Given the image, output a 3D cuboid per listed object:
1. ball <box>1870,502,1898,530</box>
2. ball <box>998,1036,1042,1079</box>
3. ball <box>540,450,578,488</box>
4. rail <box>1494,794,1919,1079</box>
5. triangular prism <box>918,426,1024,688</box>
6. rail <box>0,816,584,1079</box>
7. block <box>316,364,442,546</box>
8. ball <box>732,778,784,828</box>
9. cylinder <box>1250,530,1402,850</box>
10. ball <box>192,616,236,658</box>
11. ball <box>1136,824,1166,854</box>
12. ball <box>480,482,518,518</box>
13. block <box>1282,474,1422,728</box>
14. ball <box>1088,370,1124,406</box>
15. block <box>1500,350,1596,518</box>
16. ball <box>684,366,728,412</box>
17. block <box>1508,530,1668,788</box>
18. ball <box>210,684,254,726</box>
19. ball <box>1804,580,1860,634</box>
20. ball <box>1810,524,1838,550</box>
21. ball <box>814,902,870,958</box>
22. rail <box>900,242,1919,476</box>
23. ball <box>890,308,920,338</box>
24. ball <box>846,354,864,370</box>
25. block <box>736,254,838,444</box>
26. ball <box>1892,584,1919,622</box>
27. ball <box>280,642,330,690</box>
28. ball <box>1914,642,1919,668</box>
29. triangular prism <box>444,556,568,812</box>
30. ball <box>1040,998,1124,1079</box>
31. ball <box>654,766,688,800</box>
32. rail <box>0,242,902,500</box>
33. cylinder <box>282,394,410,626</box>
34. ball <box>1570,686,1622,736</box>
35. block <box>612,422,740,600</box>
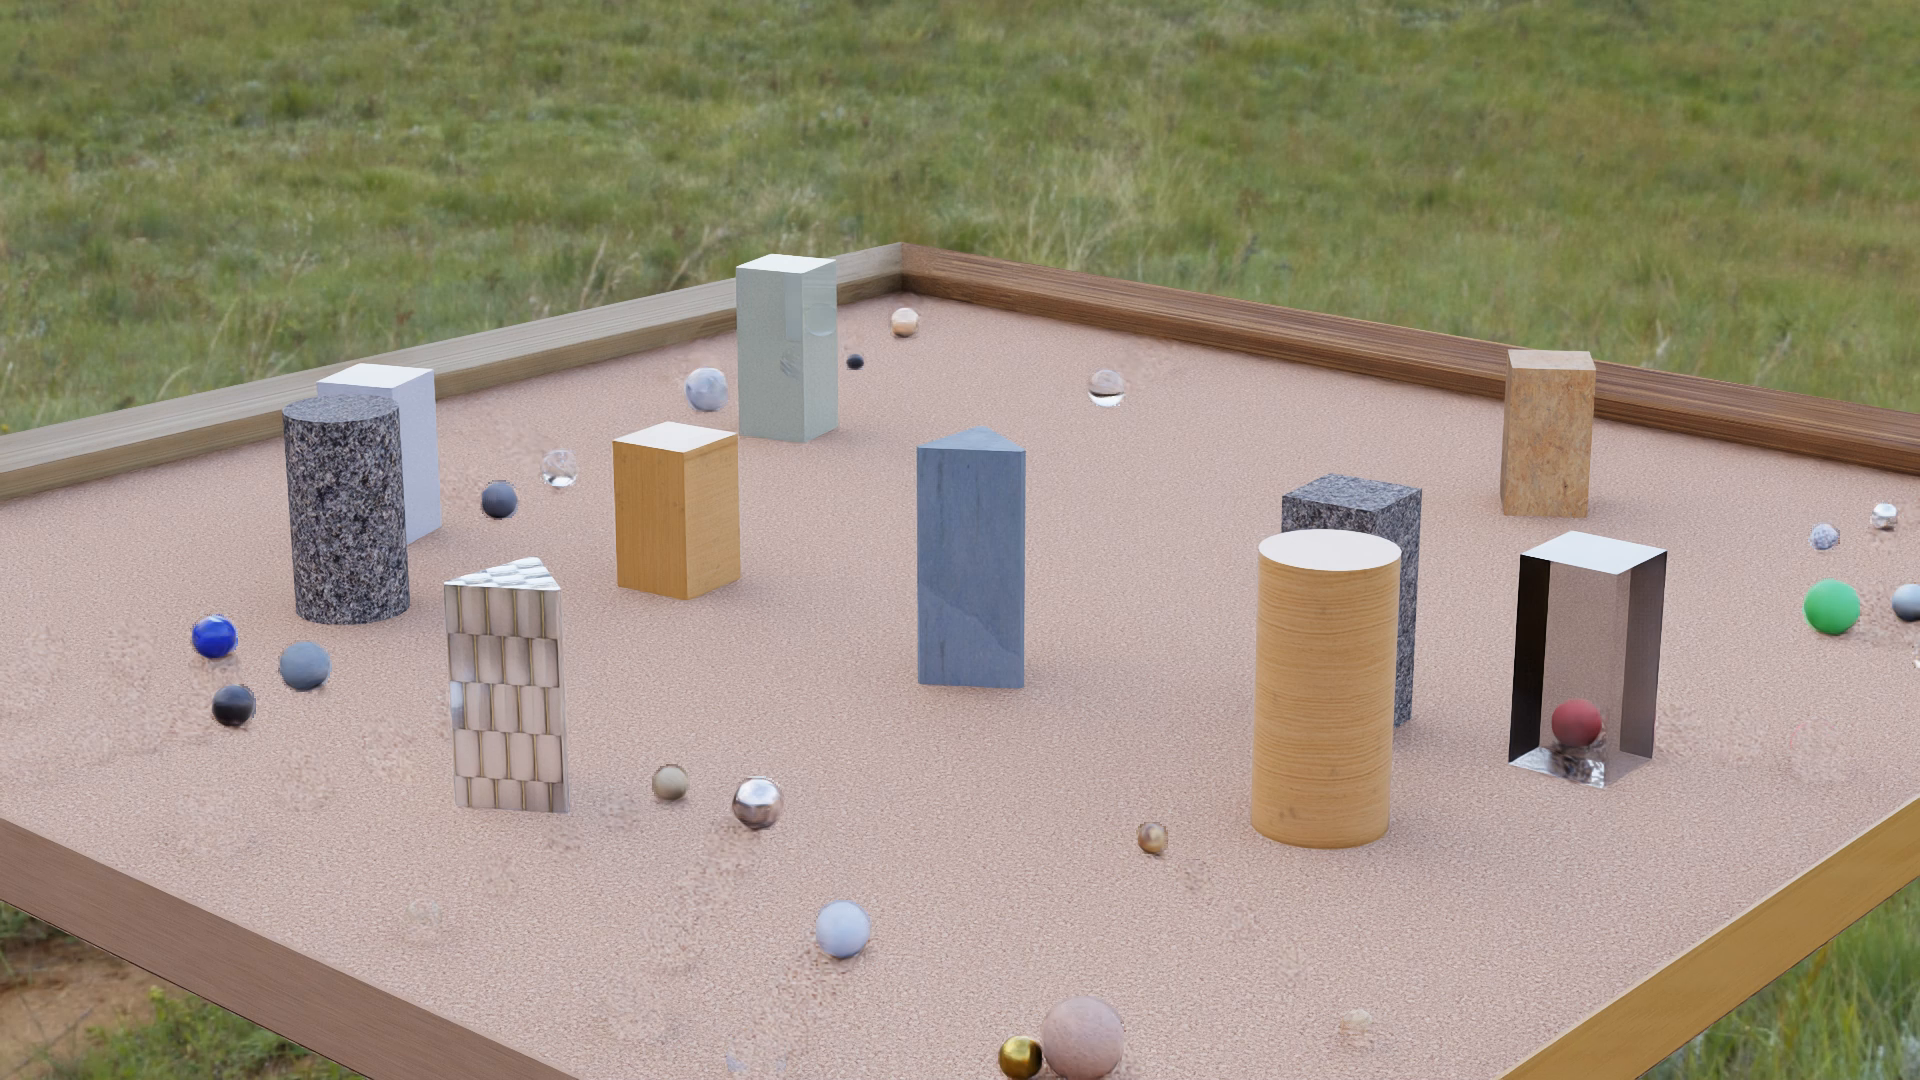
[{"bbox_3d":[1.737,-0.045,5.507,0.050,0.050,0.050,0,17,0],"label":"ball"},{"bbox_3d":[0.070,0.597,3.379,0.052,0.052,0.052,0,17,0],"label":"ball"},{"bbox_3d":[-0.790,-0.142,5.786,0.075,0.075,0.075,0,17,0],"label":"ball"},{"bbox_3d":[1.336,0.367,4.010,0.045,0.126,3.665,14,22,39],"label":"rail"},{"bbox_3d":[0.026,0.025,4.689,0.168,0.391,0.145,2,17,7],"label":"triangular prism"},{"bbox_3d":[-1.186,0.426,3.813,3.586,0.126,0.045,14,22,39],"label":"rail"},{"bbox_3d":[-1.077,-0.158,5.445,0.155,0.303,0.155,6,18,18],"label":"block"},{"bbox_3d":[-0.283,0.369,4.102,0.071,0.071,0.071,0,17,0],"label":"ball"},{"bbox_3d":[0.506,0.205,4.069,0.194,0.402,0.194,0,17,0],"label":"cylinder"},{"bbox_3d":[-1.221,0.159,4.798,0.071,0.071,0.071,0,17,0],"label":"ball"},{"bbox_3d":[0.263,0.409,4.019,0.041,0.041,0.041,0,17,0],"label":"ball"},{"bbox_3d":[-0.877,-0.075,5.577,0.069,0.069,0.069,0,17,0],"label":"ball"},{"bbox_3d":[0.590,0.105,4.460,0.155,0.369,0.155,11,20,33],"label":"block"},{"bbox_3d":[0.319,-0.332,6.405,0.081,0.081,0.081,0,17,0],"label":"ball"},{"bbox_3d":[1.126,-0.205,5.627,0.155,0.289,0.155,2,17,7],"label":"block"},{"bbox_3d":[-0.550,-0.327,6.365,0.096,0.096,0.096,0,17,0],"label":"ball"},{"bbox_3d":[0.922,0.173,4.309,0.155,0.325,0.155,13,21,38],"label":"block"},{"bbox_3d":[-1.115,0.254,4.494,0.064,0.064,0.064,0,17,0],"label":"ball"},{"bbox_3d":[1.463,0.112,4.917,0.091,0.091,0.091,0,17,0],"label":"ball"},{"bbox_3d":[1.585,-0.005,5.381,0.048,0.048,0.048,0,17,0],"label":"ball"},{"bbox_3d":[-0.148,0.492,3.697,0.070,0.070,0.070,0,17,0],"label":"ball"},{"bbox_3d":[1.186,-0.363,6.428,3.586,0.126,0.045,14,22,39],"label":"rail"},{"bbox_3d":[-0.134,-0.523,7.059,0.070,0.070,0.070,0,17,0],"label":"ball"},{"bbox_3d":[-0.241,-0.408,6.729,0.041,0.041,0.041,0,17,0],"label":"ball"},{"bbox_3d":[-0.362,-0.404,6.162,0.155,0.360,0.155,8,18,24],"label":"block"},{"bbox_3d":[1.616,0.106,4.983,0.064,0.064,0.064,0,17,0],"label":"ball"},{"bbox_3d":[-1.040,0.199,4.651,0.078,0.078,0.078,0,17,0],"label":"ball"},{"bbox_3d":[1.569,0.185,4.724,0.063,0.063,0.063,0,17,0],"label":"ball"},{"bbox_3d":[-0.626,0.203,4.197,0.168,0.333,0.145,3,17,10],"label":"triangular prism"},{"bbox_3d":[0.141,0.575,3.373,0.097,0.097,0.097,0,17,0],"label":"ball"},{"bbox_3d":[-0.415,0.349,4.204,0.049,0.049,0.049,0,17,0],"label":"ball"},{"bbox_3d":[-1.336,-0.304,6.231,0.045,0.126,3.665,14,22,39],"label":"rail"},{"bbox_3d":[-1.047,-0.054,5.009,0.194,0.355,0.194,0,17,0],"label":"cylinder"},{"bbox_3d":[0.966,0.261,4.453,0.075,0.075,0.075,0,17,0],"label":"ball"},{"bbox_3d":[-0.497,-0.053,5.160,0.155,0.266,0.155,10,20,31],"label":"block"}]
